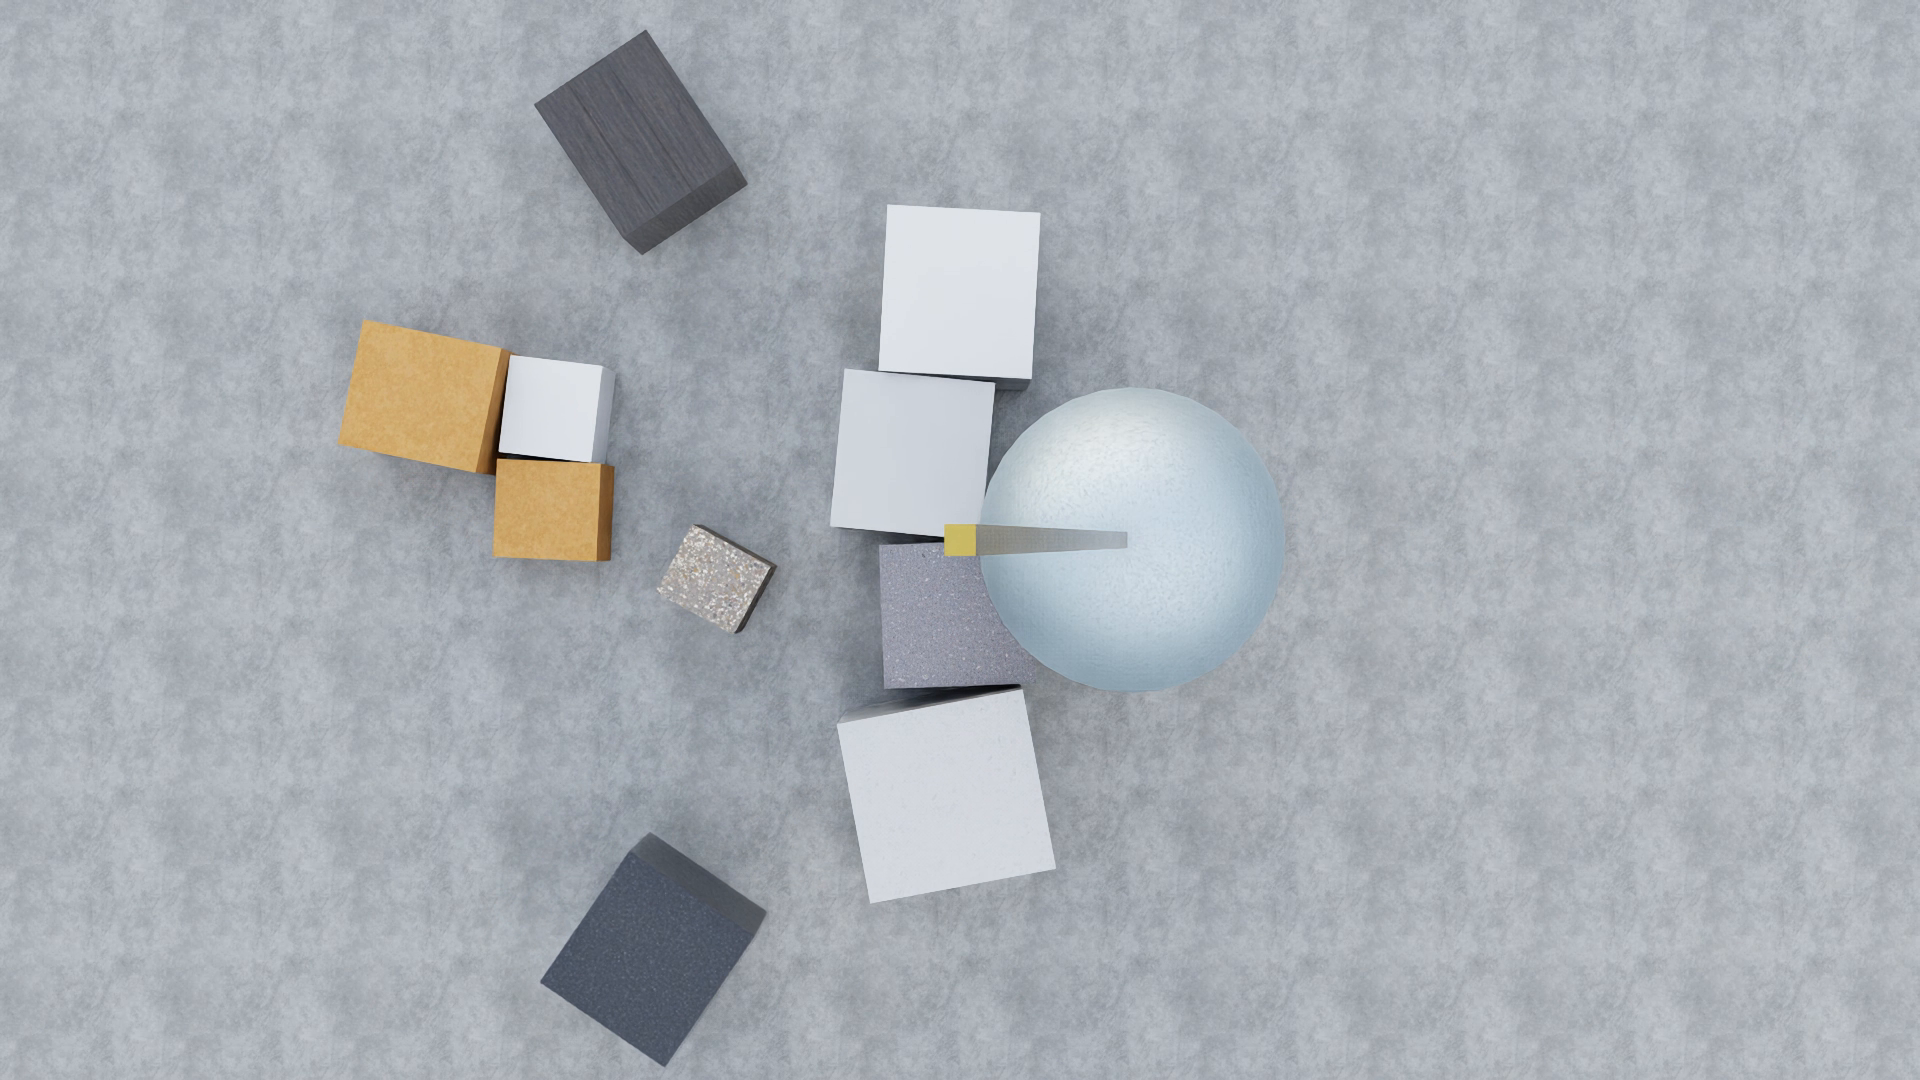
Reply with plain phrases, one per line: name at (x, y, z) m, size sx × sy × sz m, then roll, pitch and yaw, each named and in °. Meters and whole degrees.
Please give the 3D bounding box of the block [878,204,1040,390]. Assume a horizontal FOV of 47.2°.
block at (-0.002, -1.363, 12.534) m, size 0.840 × 0.932 × 0.911 m, roll 3°, pitch 90°, yaw 0°

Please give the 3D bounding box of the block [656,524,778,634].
block at (-1.404, 0.224, 12.747) m, size 0.507 × 0.506 × 0.441 m, roll 28°, pitch 90°, yaw 0°

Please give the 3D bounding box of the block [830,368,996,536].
block at (-0.261, -0.471, 12.553) m, size 0.832 × 0.894 × 0.870 m, roll 5°, pitch 90°, yaw 0°

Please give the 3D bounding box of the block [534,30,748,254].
block at (-1.814, -2.264, 12.626) m, size 0.755 × 0.748 × 0.894 m, roll -34°, pitch 90°, yaw 0°

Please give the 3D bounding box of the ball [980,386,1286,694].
ball at (0.895, 0.000, 11.501) m, size 1.600 × 1.600 × 1.600 m, roll 0°, pitch 90°, yaw 0°

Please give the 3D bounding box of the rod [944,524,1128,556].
rod at (0.388, 0.000, 8.139) m, size 0.080 × 5.200 × 0.080 m, roll 0°, pitch 90°, yaw 9°

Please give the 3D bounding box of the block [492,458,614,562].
block at (-2.348, -0.170, 12.747) m, size 0.590 × 0.505 × 0.557 m, roll 3°, pitch 90°, yaw 0°

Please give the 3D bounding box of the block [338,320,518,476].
block at (-3.015, -0.804, 12.633) m, size 0.785 × 0.734 × 0.711 m, roll 12°, pitch 90°, yaw 0°

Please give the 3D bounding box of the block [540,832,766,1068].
block at (-1.735, 2.326, 12.599) m, size 0.842 × 0.803 × 0.884 m, roll 34°, pitch 90°, yaw 0°

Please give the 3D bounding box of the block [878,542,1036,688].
block at (-0.015, 0.408, 12.560) m, size 0.836 × 0.880 × 0.794 m, roll -2°, pitch 90°, yaw 0°

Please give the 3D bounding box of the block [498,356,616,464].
block at (-2.329, -0.746, 12.754) m, size 0.529 × 0.493 × 0.554 m, roll 7°, pitch 90°, yaw 0°

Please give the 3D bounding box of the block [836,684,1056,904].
block at (-0.074, 1.392, 12.469) m, size 1.026 × 1.063 × 0.990 m, roll -11°, pitch 90°, yaw 0°
